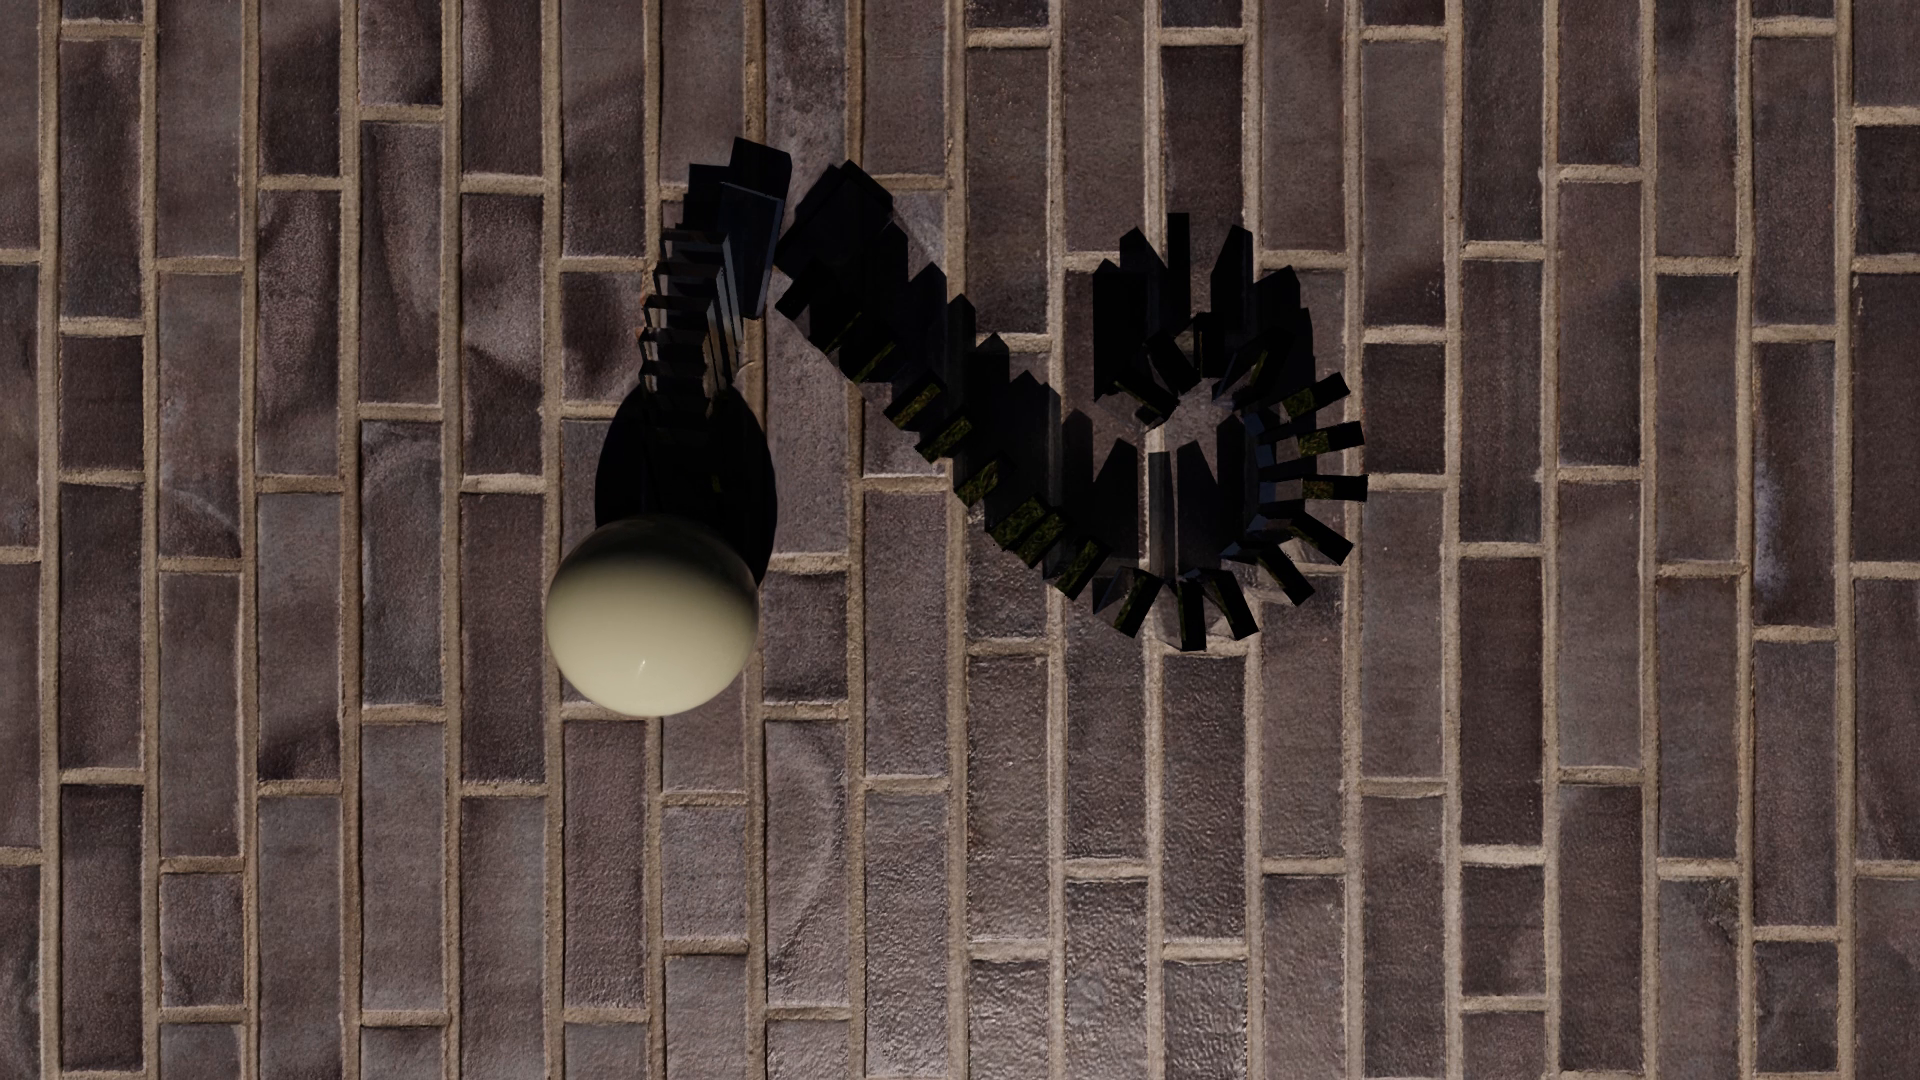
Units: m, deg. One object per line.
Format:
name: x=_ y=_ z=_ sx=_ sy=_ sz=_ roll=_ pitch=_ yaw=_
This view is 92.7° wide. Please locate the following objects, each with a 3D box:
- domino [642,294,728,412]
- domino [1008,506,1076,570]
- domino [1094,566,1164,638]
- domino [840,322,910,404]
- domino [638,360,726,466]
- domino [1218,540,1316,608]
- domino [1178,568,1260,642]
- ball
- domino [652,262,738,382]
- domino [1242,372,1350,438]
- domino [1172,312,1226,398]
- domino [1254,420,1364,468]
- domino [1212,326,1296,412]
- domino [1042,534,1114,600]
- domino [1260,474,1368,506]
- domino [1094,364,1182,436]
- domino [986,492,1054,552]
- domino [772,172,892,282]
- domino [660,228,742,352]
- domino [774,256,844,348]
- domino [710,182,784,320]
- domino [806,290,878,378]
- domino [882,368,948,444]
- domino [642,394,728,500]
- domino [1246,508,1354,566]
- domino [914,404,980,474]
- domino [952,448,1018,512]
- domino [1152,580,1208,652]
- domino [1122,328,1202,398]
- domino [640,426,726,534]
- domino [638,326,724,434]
domino: x=-0.112 y=-0.076 z=0.379 sx=0.025 sy=0.050 sz=0.010 roll=4 pitch=47 yaw=0
domino: x=0.033 y=-0.001 z=0.375 sx=0.010 sy=0.050 sz=0.025 roll=43 pitch=90 yaw=0
domino: x=0.068 y=0.024 z=0.375 sx=0.010 sy=0.050 sz=0.025 roll=28 pitch=90 yaw=0
domino: x=-0.034 y=-0.071 z=0.375 sx=0.009 sy=0.050 sz=0.025 roll=45 pitch=90 yaw=0
domino: x=-0.114 y=-0.050 z=0.379 sx=0.025 sy=0.050 sz=0.009 roll=4 pitch=47 yaw=0
domino: x=0.124 y=0.013 z=0.375 sx=0.009 sy=0.050 sz=0.025 roll=-40 pitch=90 yaw=0
domino: x=0.105 y=0.025 z=0.375 sx=0.010 sy=0.050 sz=0.025 roll=-24 pitch=90 yaw=0
ball: x=-0.119 y=0.029 z=0.360 sx=0.080 sy=0.080 sz=0.080 roll=0 pitch=90 yaw=0
domino: x=-0.108 y=-0.089 z=0.379 sx=0.025 sy=0.050 sz=0.009 roll=4 pitch=46 yaw=0
domino: x=0.136 y=-0.055 z=0.375 sx=0.025 sy=0.050 sz=0.010 roll=-27 pitch=90 yaw=0
domino: x=0.096 y=-0.075 z=0.375 sx=0.009 sy=0.050 sz=0.025 roll=-1 pitch=90 yaw=0
domino: x=0.142 y=-0.039 z=0.375 sx=0.025 sy=0.050 sz=0.009 roll=-12 pitch=90 yaw=0
domino: x=0.119 y=-0.069 z=0.375 sx=0.009 sy=0.050 sz=0.025 roll=23 pitch=90 yaw=0
domino: x=0.047 y=0.011 z=0.375 sx=0.009 sy=0.050 sz=0.025 roll=37 pitch=90 yaw=0
domino: x=0.143 y=-0.020 z=0.375 sx=0.025 sy=0.050 sz=0.009 roll=2 pitch=90 yaw=0
domino: x=0.072 y=-0.056 z=0.375 sx=0.025 sy=0.050 sz=0.010 roll=35 pitch=90 yaw=0
domino: x=0.023 y=-0.007 z=0.375 sx=0.025 sy=0.050 sz=0.009 roll=-39 pitch=90 yaw=0
domino: x=-0.055 y=-0.130 z=0.395 sx=0.025 sy=0.009 sz=0.050 roll=40 pitch=90 yaw=0
domino: x=-0.106 y=-0.102 z=0.379 sx=0.025 sy=0.050 sz=0.009 roll=4 pitch=46 yaw=0
domino: x=-0.060 y=-0.096 z=0.375 sx=0.009 sy=0.050 sz=0.025 roll=38 pitch=90 yaw=0
domino: x=-0.092 y=-0.121 z=0.386 sx=0.025 sy=0.009 sz=0.050 roll=17 pitch=113 yaw=0
domino: x=-0.047 y=-0.083 z=0.375 sx=0.009 sy=0.050 sz=0.025 roll=42 pitch=90 yaw=0
domino: x=-0.017 y=-0.054 z=0.375 sx=0.025 sy=0.050 sz=0.010 roll=-43 pitch=90 yaw=0
domino: x=-0.113 y=-0.037 z=0.379 sx=0.025 sy=0.050 sz=0.009 roll=5 pitch=47 yaw=0
domino: x=0.138 y=-0.001 z=0.375 sx=0.025 sy=0.050 sz=0.009 roll=34 pitch=90 yaw=0
domino: x=-0.005 y=-0.040 z=0.375 sx=0.025 sy=0.050 sz=0.010 roll=-41 pitch=90 yaw=0
domino: x=0.010 y=-0.023 z=0.375 sx=0.025 sy=0.050 sz=0.010 roll=-41 pitch=90 yaw=0
domino: x=0.089 y=0.030 z=0.375 sx=0.010 sy=0.050 sz=0.025 roll=-5 pitch=90 yaw=0
domino: x=0.081 y=-0.068 z=0.375 sx=0.009 sy=0.050 sz=0.025 roll=-35 pitch=90 yaw=0
domino: x=-0.113 y=-0.024 z=0.379 sx=0.025 sy=0.050 sz=0.010 roll=5 pitch=47 yaw=0
domino: x=-0.114 y=-0.063 z=0.379 sx=0.025 sy=0.050 sz=0.010 roll=4 pitch=47 yaw=0
